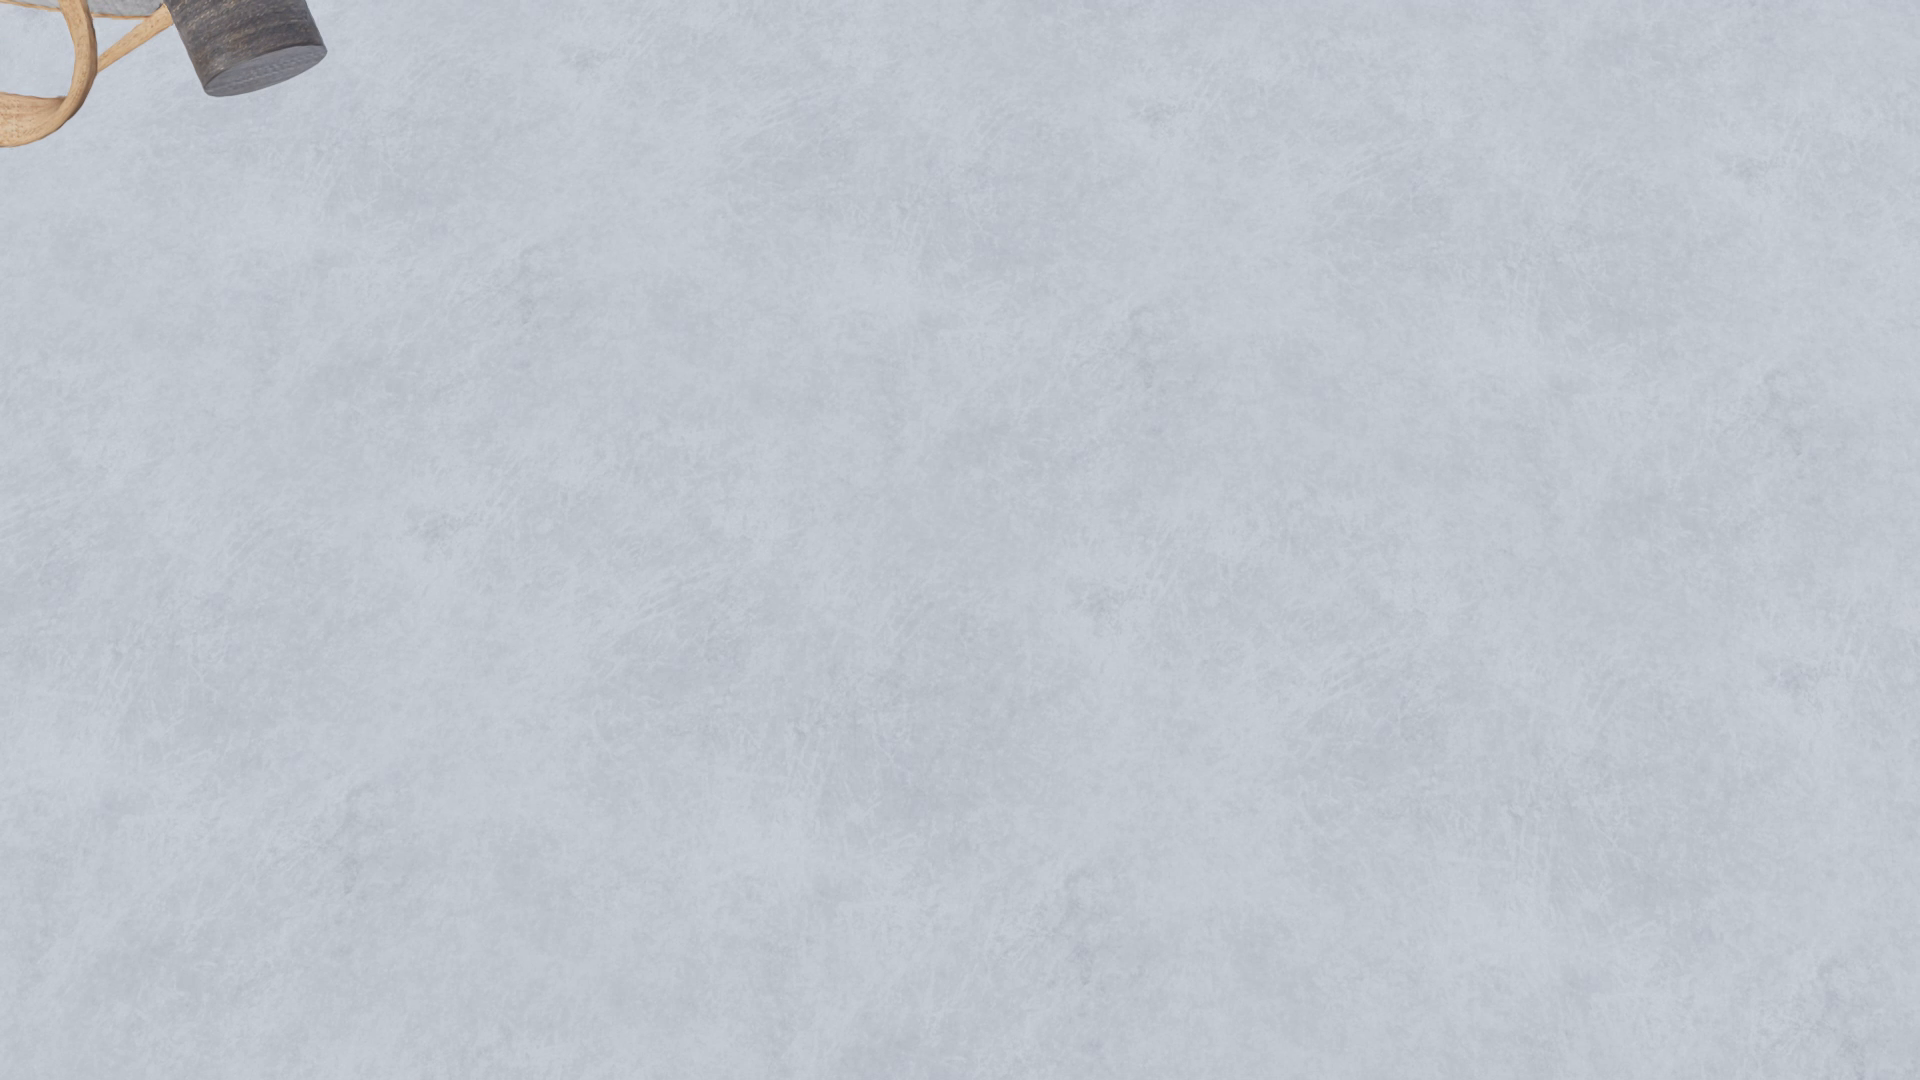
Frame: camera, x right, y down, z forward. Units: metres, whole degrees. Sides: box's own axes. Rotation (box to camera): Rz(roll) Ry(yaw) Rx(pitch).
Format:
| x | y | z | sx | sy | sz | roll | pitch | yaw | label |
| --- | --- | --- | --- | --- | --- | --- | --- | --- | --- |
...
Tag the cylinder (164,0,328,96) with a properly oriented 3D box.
| x | y | z | sx | sy | sz | roll | pitch | yaw | label |
| --- | --- | --- | --- | --- | --- | --- | --- | --- | --- |
| -1.230 | -0.910 | 3.742 | 0.219 | 0.192 | 0.244 | -25 | 92 | -32 | cylinder |
